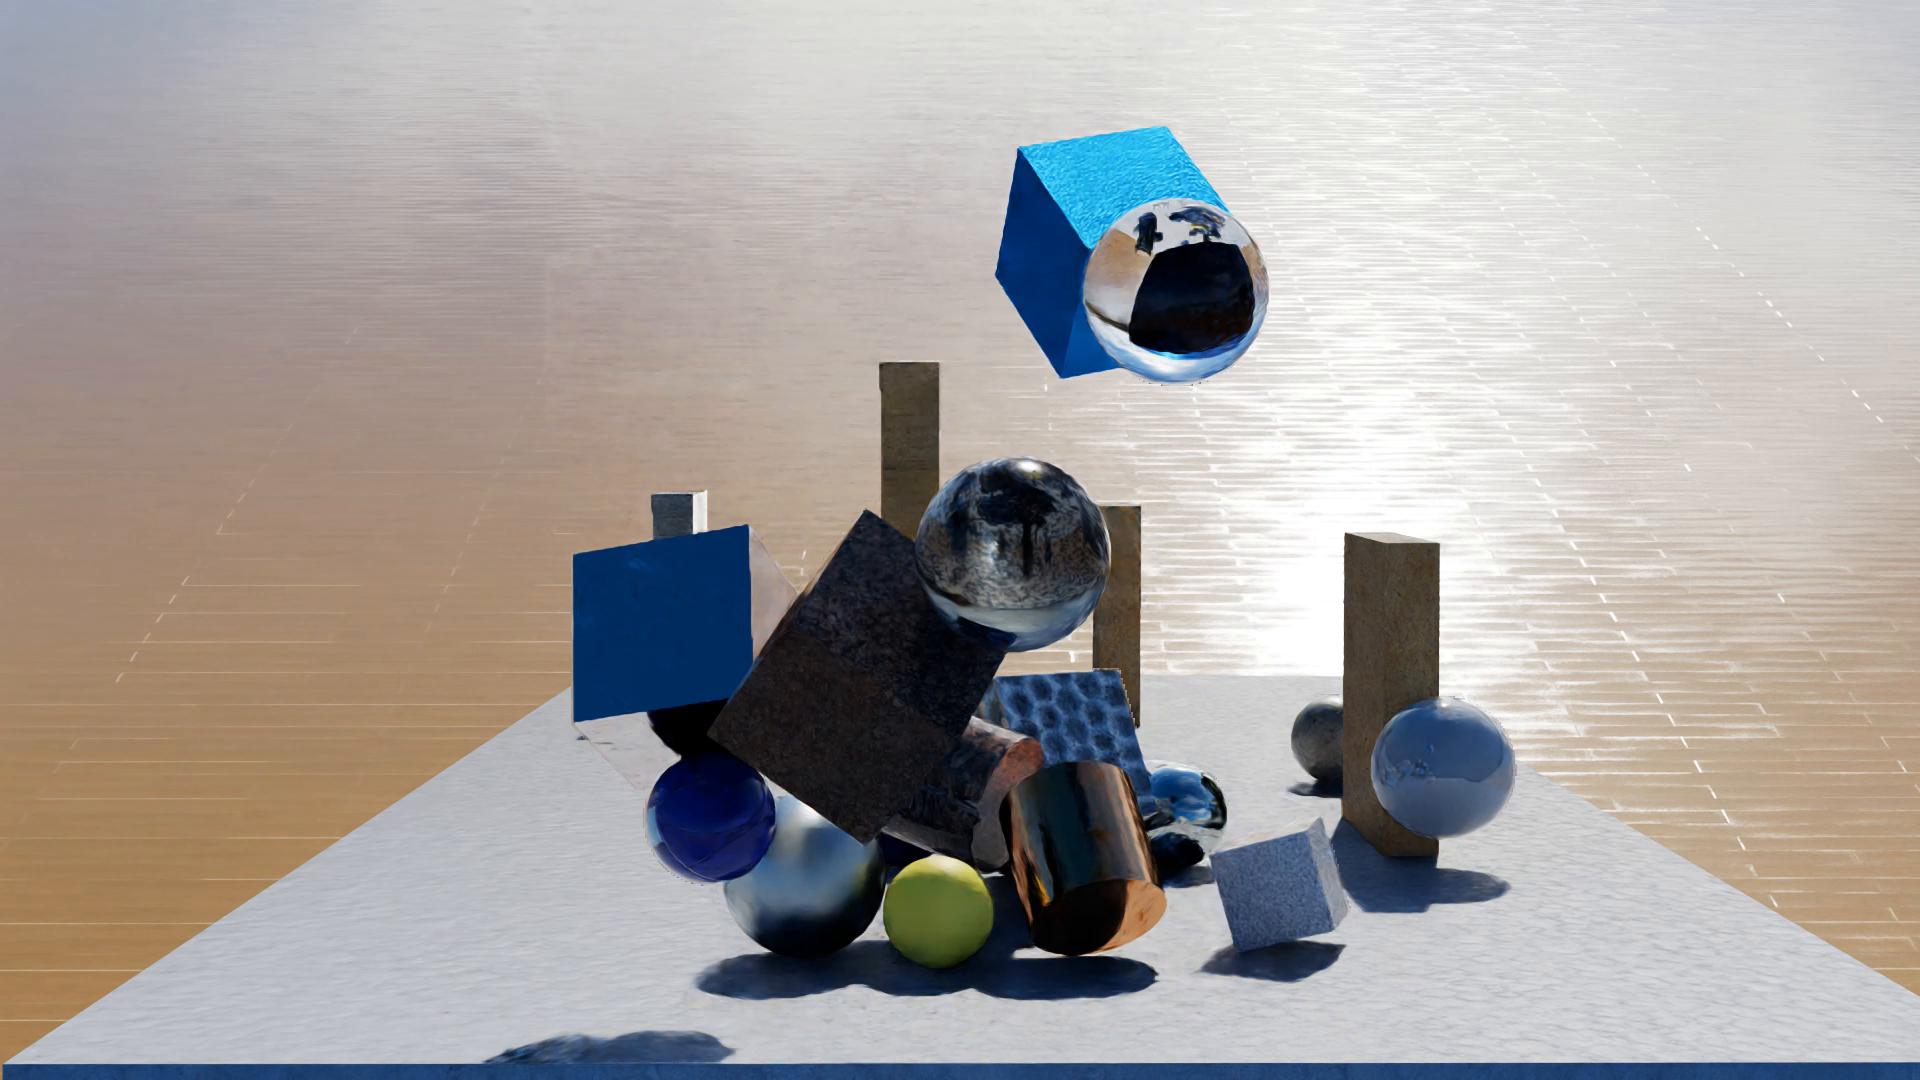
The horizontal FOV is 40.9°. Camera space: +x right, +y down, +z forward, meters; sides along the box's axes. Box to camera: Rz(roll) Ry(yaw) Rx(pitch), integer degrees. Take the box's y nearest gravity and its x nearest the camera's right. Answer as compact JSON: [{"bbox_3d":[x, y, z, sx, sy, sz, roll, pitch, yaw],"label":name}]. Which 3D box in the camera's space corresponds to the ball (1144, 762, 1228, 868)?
[{"bbox_3d":[0.308,0.393,3.672,0.148,0.148,0.148,0,23,0],"label":"ball"}]

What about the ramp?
[{"bbox_3d":[0.053,0.480,4.538,2.000,0.100,4.000,0,2,0],"label":"ramp"}]

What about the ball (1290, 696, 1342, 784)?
[{"bbox_3d":[0.662,0.352,4.543,0.154,0.154,0.154,0,23,0],"label":"ball"}]

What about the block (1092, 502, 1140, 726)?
[{"bbox_3d":[0.335,0.155,5.534,0.087,0.464,0.269,0,2,0],"label":"block"}]

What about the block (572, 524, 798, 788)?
[{"bbox_3d":[-0.293,0.130,2.813,0.199,0.199,0.199,-9,63,10],"label":"block"}]

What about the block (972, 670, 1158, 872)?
[{"bbox_3d":[0.100,0.306,3.404,0.200,0.200,0.200,-1,-24,-35],"label":"block"}]

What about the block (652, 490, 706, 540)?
[{"bbox_3d":[-0.629,0.135,5.787,0.090,0.484,0.300,0,2,0],"label":"block"}]

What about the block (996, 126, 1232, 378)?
[{"bbox_3d":[0.170,-0.319,2.843,0.181,0.181,0.181,-12,48,-21],"label":"block"}]

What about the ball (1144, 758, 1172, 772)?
[{"bbox_3d":[0.288,0.393,3.832,0.134,0.134,0.134,0,23,0],"label":"ball"}]

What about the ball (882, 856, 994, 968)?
[{"bbox_3d":[-0.025,0.432,2.985,0.130,0.130,0.130,0,23,0],"label":"ball"}]

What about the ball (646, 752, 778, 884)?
[{"bbox_3d":[-0.268,0.299,2.772,0.142,0.142,0.142,0,23,0],"label":"ball"}]

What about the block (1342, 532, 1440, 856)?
[{"bbox_3d":[0.658,0.225,3.952,0.081,0.459,0.397,0,2,0],"label":"block"}]

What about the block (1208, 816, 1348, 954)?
[{"bbox_3d":[0.386,0.415,3.109,0.122,0.122,0.122,-16,-2,16],"label":"block"}]

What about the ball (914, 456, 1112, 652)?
[{"bbox_3d":[0.050,0.013,2.444,0.186,0.186,0.186,0,23,0],"label":"ball"}]

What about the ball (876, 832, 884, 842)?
[{"bbox_3d":[-0.181,0.397,3.562,0.150,0.150,0.150,0,23,0],"label":"ball"}]

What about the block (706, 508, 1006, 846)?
[{"bbox_3d":[-0.093,0.136,2.551,0.194,0.194,0.194,35,41,-4],"label":"block"}]

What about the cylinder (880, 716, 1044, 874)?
[{"bbox_3d":[-0.016,0.299,3.184,0.176,0.176,0.176,19,29,25],"label":"cylinder"}]

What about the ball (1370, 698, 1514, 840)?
[{"bbox_3d":[0.685,0.325,3.657,0.201,0.201,0.201,0,23,0],"label":"ball"}]

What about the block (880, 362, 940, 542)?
[{"bbox_3d":[-0.086,0.060,4.530,0.101,0.740,0.242,0,2,0],"label":"block"}]

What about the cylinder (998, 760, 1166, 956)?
[{"bbox_3d":[0.144,0.376,3.042,0.165,0.165,0.165,-5,51,-12],"label":"cylinder"}]

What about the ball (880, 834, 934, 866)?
[{"bbox_3d":[-0.084,0.402,3.681,0.130,0.130,0.130,0,23,0],"label":"ball"}]

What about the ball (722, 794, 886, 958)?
[{"bbox_3d":[-0.184,0.397,3.045,0.195,0.195,0.195,0,23,0],"label":"ball"}]

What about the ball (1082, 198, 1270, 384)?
[{"bbox_3d":[0.210,-0.242,2.501,0.181,0.181,0.181,0,23,0],"label":"ball"}]

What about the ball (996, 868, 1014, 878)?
[{"bbox_3d":[0.089,0.399,3.575,0.144,0.144,0.144,0,23,0],"label":"ball"}]
